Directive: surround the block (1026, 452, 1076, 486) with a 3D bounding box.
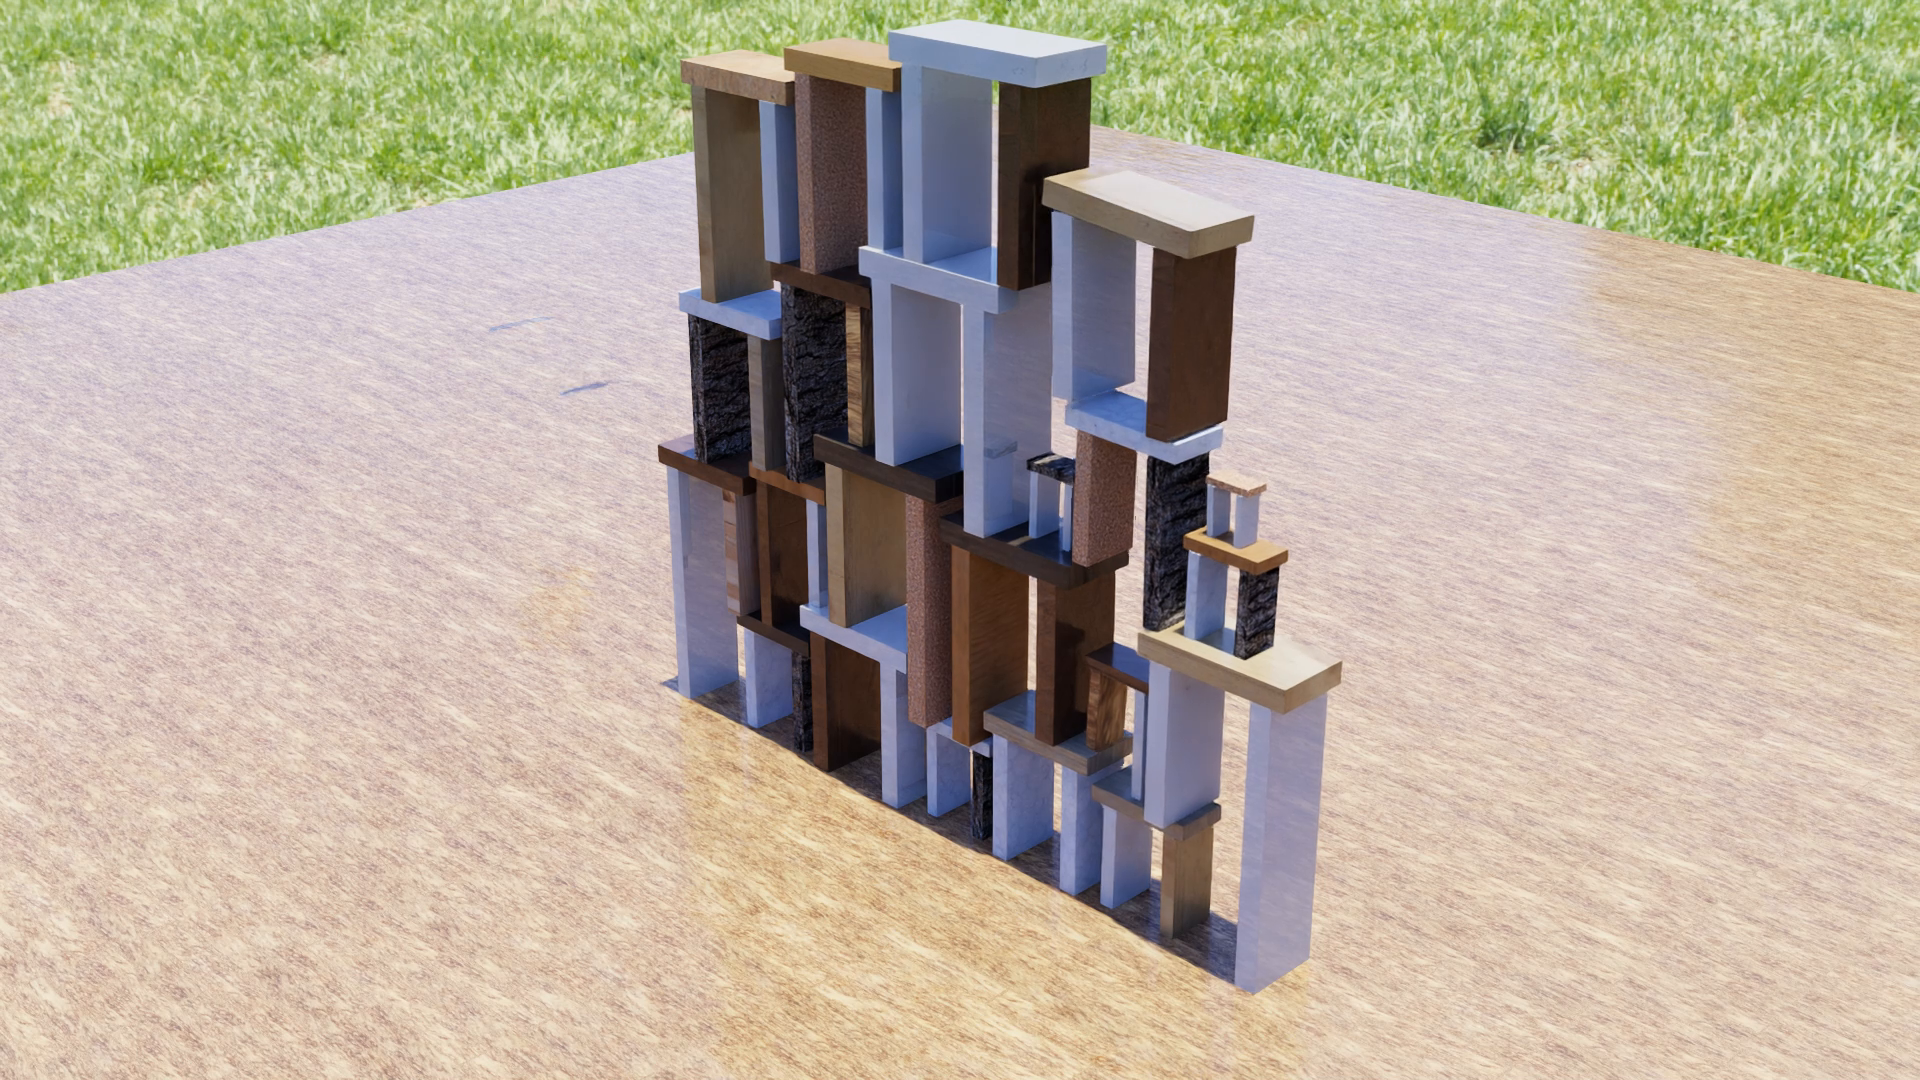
[{"bbox_3d":[0.188,-0.128,3.972,0.063,0.018,0.127,-20,30,-41],"label":"block"}]

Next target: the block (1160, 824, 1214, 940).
[{"bbox_3d":[0.416,0.614,4.035,0.031,0.218,0.109,21,31,41],"label":"block"}]

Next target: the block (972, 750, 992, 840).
[{"bbox_3d":[0.069,0.490,4.359,0.097,0.193,0.027,-21,31,-41],"label":"block"}]

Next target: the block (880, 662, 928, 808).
[{"bbox_3d":[-0.087,0.373,4.476,0.045,0.316,0.158,21,31,41],"label":"block"}]

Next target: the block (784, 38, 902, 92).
[{"bbox_3d":[-0.171,-0.872,4.029,0.147,0.042,0.294,-21,31,-40],"label":"block"}]

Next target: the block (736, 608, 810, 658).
[{"bbox_3d":[-0.357,0.182,4.693,0.233,0.033,0.117,21,31,41],"label":"block"}]

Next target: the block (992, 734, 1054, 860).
[{"bbox_3d":[0.124,0.479,4.289,0.134,0.267,0.038,-21,31,-40],"label":"block"}]

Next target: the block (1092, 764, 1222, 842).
[{"bbox_3d":[0.360,0.480,4.031,0.109,0.031,0.218,-21,31,-41],"label":"block"}]

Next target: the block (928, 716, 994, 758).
[{"bbox_3d":[0.023,0.370,4.358,0.097,0.027,0.193,-21,31,-40],"label":"block"}]

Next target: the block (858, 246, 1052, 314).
[{"bbox_3d":[0.003,-0.491,4.001,0.180,0.051,0.359,-21,31,-40],"label":"block"}]

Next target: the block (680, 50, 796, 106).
[{"bbox_3d":[-0.382,-0.898,4.261,0.311,0.044,0.156,21,31,40],"label":"block"}]

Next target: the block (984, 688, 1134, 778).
[{"bbox_3d":[0.187,0.363,4.171,0.134,0.038,0.267,-22,31,-40],"label":"block"}]

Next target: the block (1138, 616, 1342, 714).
[{"bbox_3d":[0.478,0.202,3.775,0.159,0.045,0.319,-21,31,-41],"label":"block"}]

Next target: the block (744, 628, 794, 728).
[{"bbox_3d":[-0.412,0.283,4.796,0.033,0.233,0.117,21,31,41],"label":"block"}]

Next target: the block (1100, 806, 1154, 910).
[{"bbox_3d":[0.315,0.574,4.129,0.031,0.218,0.109,22,31,40],"label":"block"}]

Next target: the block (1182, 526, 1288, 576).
[{"bbox_3d":[0.465,0.014,3.713,0.081,0.023,0.162,-21,31,-39],"label":"block"}]

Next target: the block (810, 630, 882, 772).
[{"bbox_3d":[-0.236,0.315,4.614,0.045,0.316,0.158,21,31,41],"label":"block"}]

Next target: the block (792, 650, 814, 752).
[{"bbox_3d":[-0.302,0.326,4.695,0.033,0.233,0.117,21,31,41],"label":"block"}]

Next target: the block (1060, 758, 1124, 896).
[{"bbox_3d":[0.250,0.528,4.173,0.134,0.267,0.038,-22,31,-40],"label":"block"}]

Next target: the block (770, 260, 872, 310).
[{"bbox_3d":[-0.219,-0.509,4.251,0.284,0.040,0.142,21,31,40],"label":"block"}]

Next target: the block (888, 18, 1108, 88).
[{"bbox_3d":[0.062,-0.841,3.792,0.177,0.050,0.354,-21,31,-40],"label":"block"}]

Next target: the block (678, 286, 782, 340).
[{"bbox_3d":[-0.428,-0.473,4.485,0.143,0.041,0.286,-22,31,-40],"label":"block"}]

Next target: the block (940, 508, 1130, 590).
[{"bbox_3d":[0.136,0.002,4.076,0.164,0.046,0.328,-22,31,-40],"label":"block"}]

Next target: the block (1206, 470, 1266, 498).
[{"bbox_3d":[0.462,-0.095,3.684,0.047,0.013,0.094,-20,30,-38],"label":"block"}]

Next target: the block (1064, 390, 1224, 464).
[{"bbox_3d":[0.315,-0.197,3.789,0.250,0.035,0.125,23,32,40],"label":"block"}]

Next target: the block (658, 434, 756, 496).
[{"bbox_3d":[-0.500,-0.167,4.694,0.284,0.040,0.142,21,31,41],"label":"block"}]

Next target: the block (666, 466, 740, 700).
[{"bbox_3d":[-0.567,0.078,4.871,0.040,0.551,0.142,21,31,41],"label":"block"}]

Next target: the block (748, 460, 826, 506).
[{"bbox_3d":[-0.313,-0.132,4.508,0.233,0.033,0.117,21,31,40],"label":"block"}]

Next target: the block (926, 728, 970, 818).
[{"bbox_3d":[-0.022,0.454,4.443,0.097,0.193,0.027,-21,31,-41],"label":"block"}]

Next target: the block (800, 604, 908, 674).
[{"bbox_3d":[-0.162,0.178,4.475,0.316,0.045,0.158,21,31,41],"label":"block"}]

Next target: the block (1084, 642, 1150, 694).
[{"bbox_3d":[0.313,0.233,3.982,0.081,0.023,0.163,-21,31,-40],"label":"block"}]

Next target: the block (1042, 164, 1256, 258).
[{"bbox_3d":[0.311,-0.551,3.661,0.162,0.046,0.325,-21,36,-40],"label":"block"}]

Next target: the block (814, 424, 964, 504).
[{"bbox_3d":[-0.106,-0.160,4.270,0.172,0.049,0.345,-21,31,-40],"label":"block"}]
